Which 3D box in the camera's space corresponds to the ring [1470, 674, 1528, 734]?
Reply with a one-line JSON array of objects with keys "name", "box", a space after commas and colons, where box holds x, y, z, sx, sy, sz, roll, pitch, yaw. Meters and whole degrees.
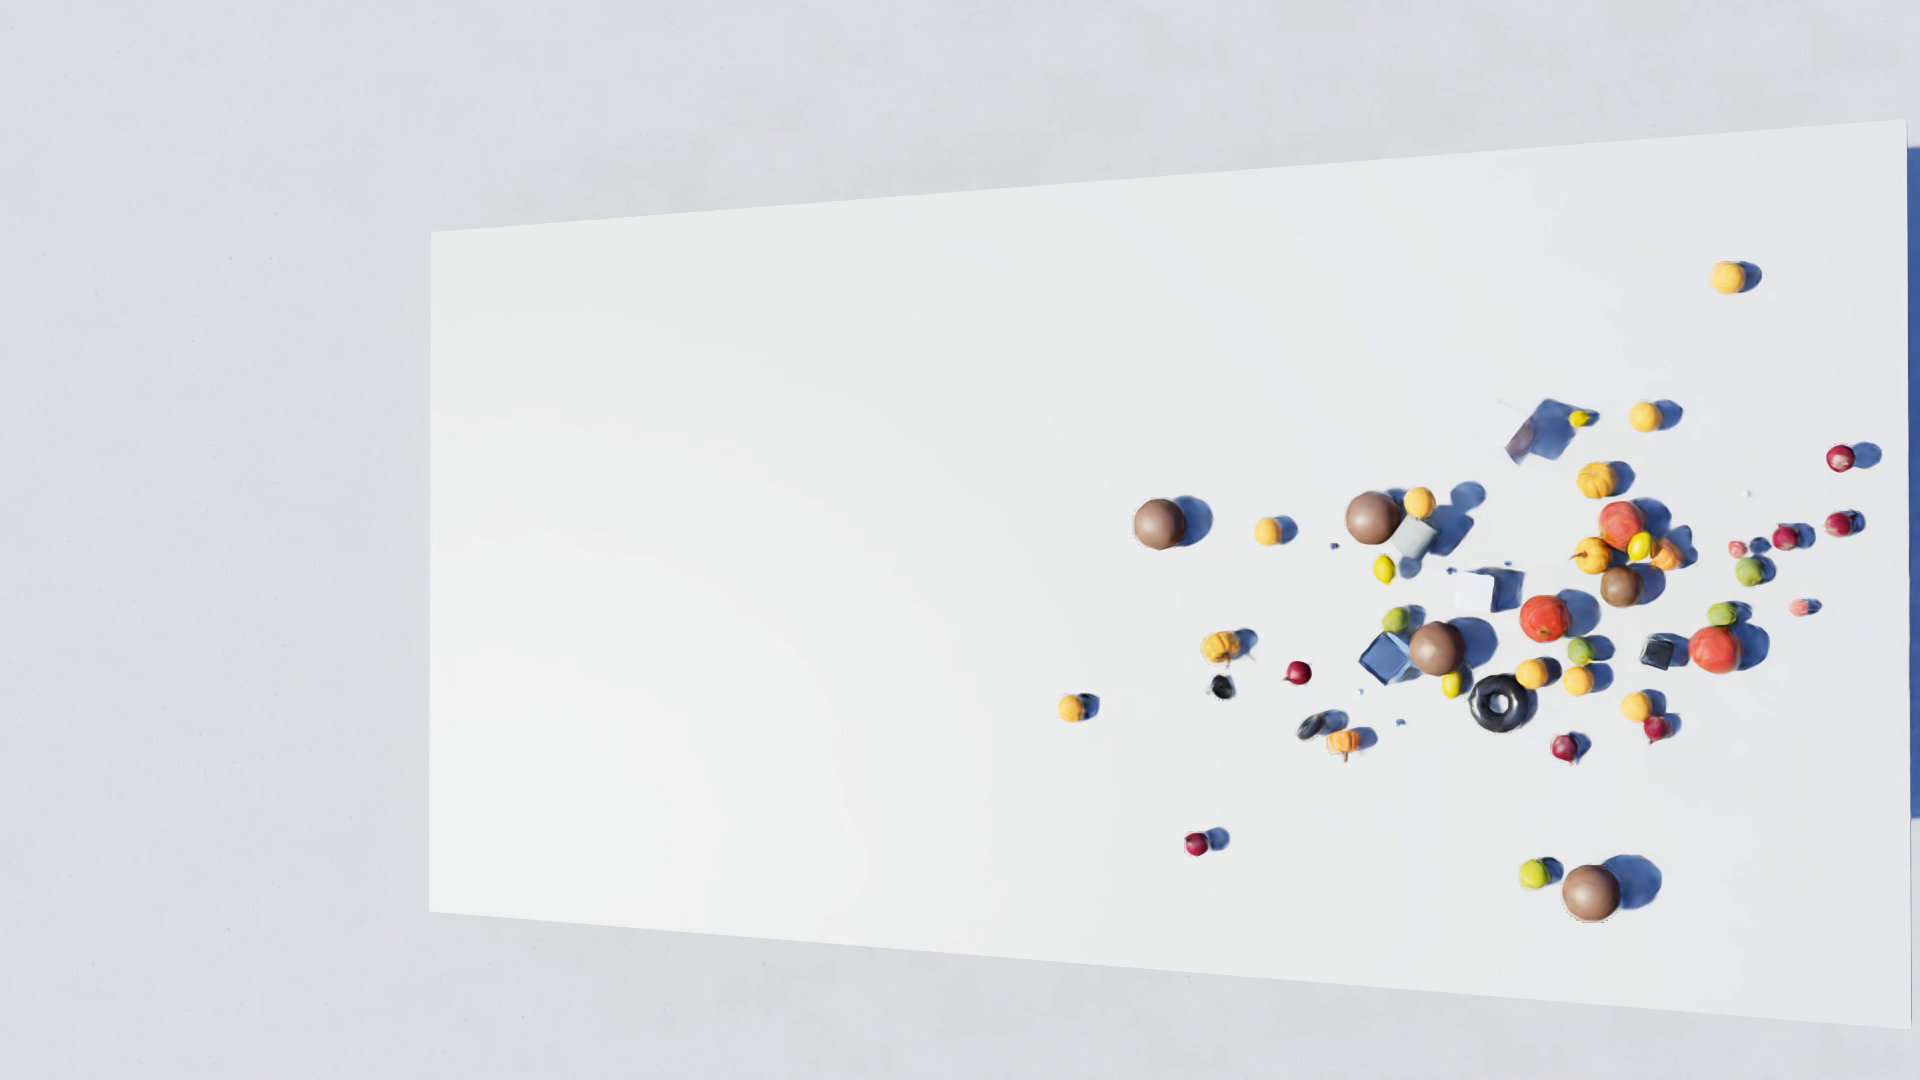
[{"name": "ring", "box": [1.267, 0.385, 5.171, 0.139, 0.046, 0.139, 0, 89, 24]}]

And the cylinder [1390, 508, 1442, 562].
[{"name": "cylinder", "box": [1.080, -0.012, 5.204, 0.090, 0.090, 0.090, 32, 110, 0]}]

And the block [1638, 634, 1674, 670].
[{"name": "block", "box": [1.588, 0.257, 5.013, 0.059, 0.059, 0.059, 17, 100, 10]}]

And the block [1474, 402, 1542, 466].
[{"name": "block", "box": [1.266, -0.244, 5.077, 0.092, 0.092, 0.092, -53, 46, 0]}]

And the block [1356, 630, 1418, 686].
[{"name": "block", "box": [1.023, 0.283, 5.258, 0.091, 0.091, 0.091, 43, 107, 19]}]

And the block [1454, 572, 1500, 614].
[{"name": "block", "box": [1.217, 0.123, 5.174, 0.085, 0.085, 0.085, 8, 91, 24]}]

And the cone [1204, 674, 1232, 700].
[{"name": "cone", "box": [0.629, 0.376, 5.469, 0.065, 0.065, 0.065, 16, 61, -31]}]

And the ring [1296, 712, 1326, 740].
[{"name": "ring", "box": [0.852, 0.452, 5.331, 0.086, 0.086, 0.029, -43, 96, 0]}]

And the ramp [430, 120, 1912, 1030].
[{"name": "ramp", "box": [0.283, 0.083, 5.700, 4.000, 0.100, 2.000, 0, 89, 24]}]

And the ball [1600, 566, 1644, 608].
[{"name": "ball", "box": [1.515, 0.108, 5.033, 0.100, 0.100, 0.100, 0, 89, 0]}]
